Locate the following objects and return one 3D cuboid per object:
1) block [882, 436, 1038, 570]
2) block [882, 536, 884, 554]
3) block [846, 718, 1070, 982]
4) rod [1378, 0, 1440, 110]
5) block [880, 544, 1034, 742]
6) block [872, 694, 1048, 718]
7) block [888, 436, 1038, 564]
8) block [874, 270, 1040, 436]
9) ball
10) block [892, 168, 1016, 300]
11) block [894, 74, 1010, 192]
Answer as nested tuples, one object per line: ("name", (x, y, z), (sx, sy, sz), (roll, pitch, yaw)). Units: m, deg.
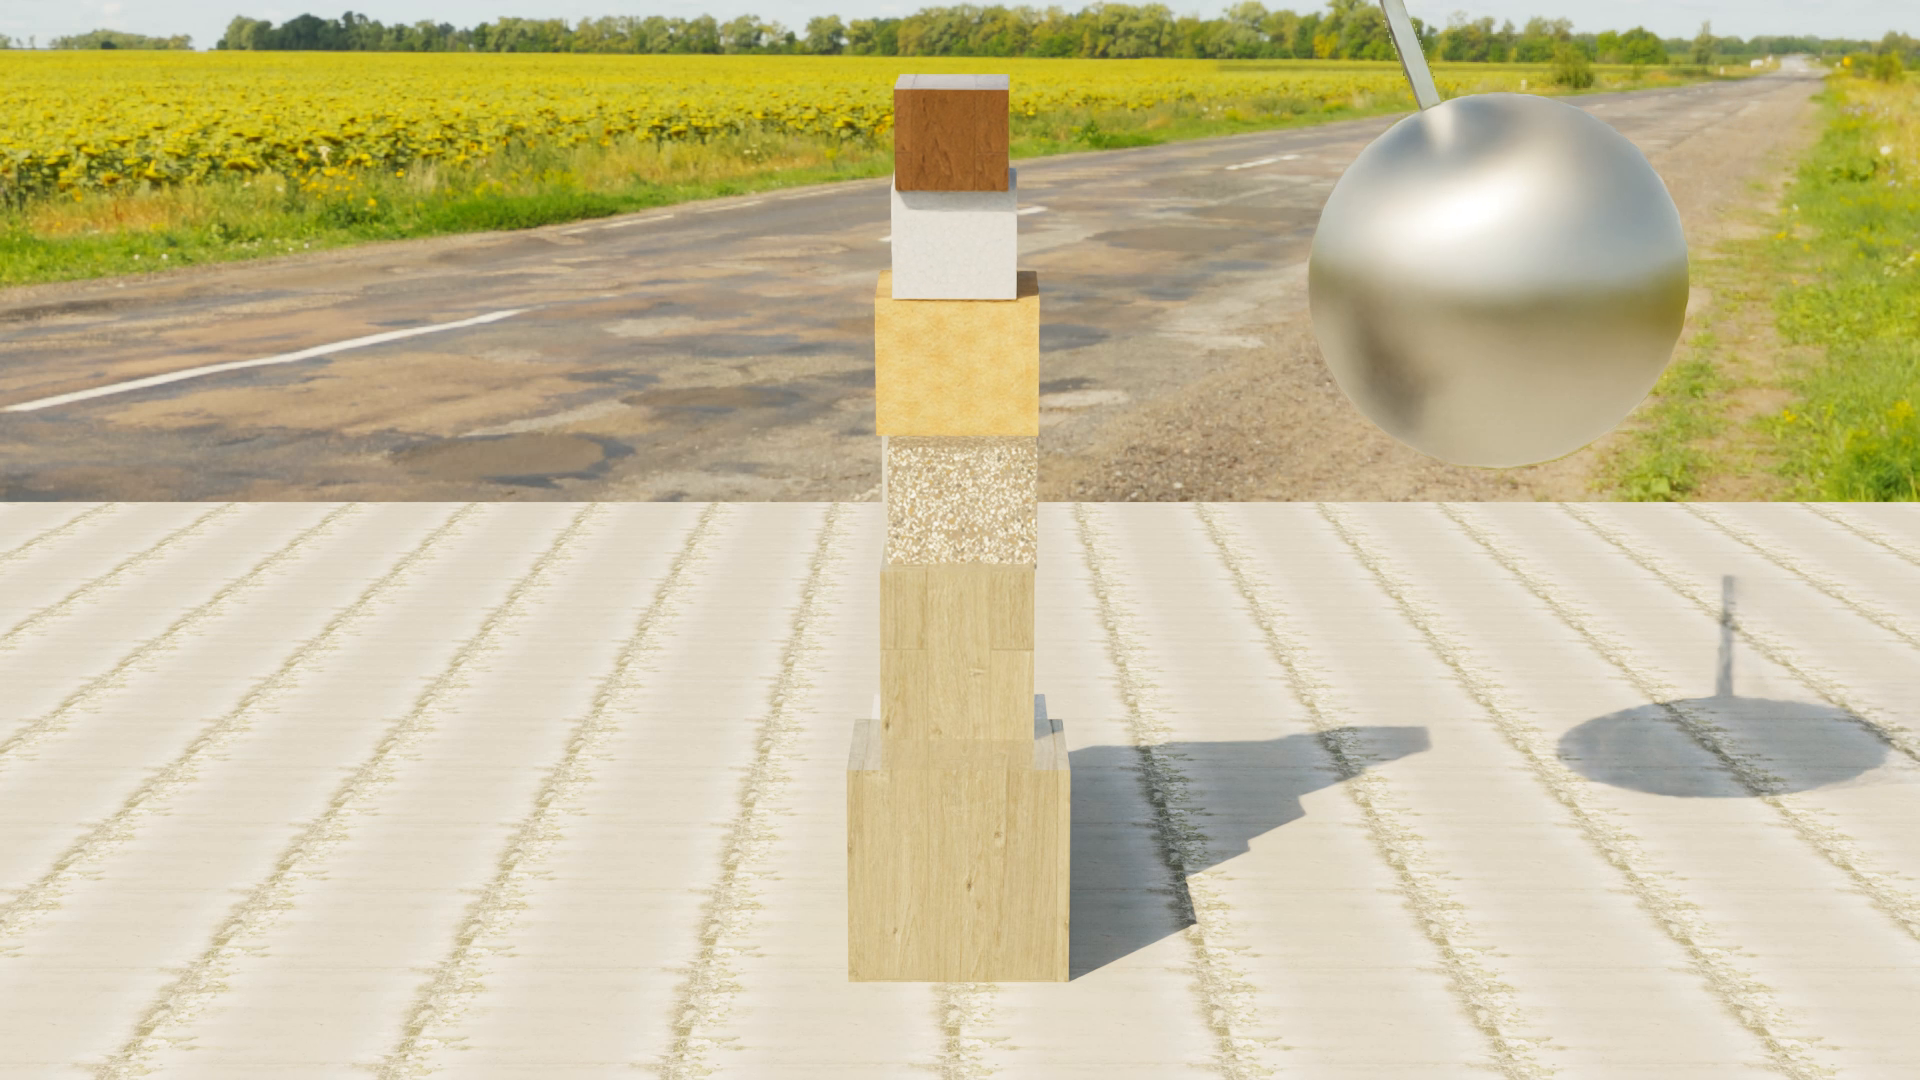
("block", (0.002, -0.297, 11.265), (0.659, 0.638, 0.738), (0, 20, 0))
("block", (-0.014, 0.277, 11.804), (0.658, 0.806, 0.725), (0, 20, 0))
("block", (-0.006, 1.238, 10.359), (0.862, 0.858, 0.798), (0, 10, 0))
("rod", (0.994, -4.197, 10.417), (0.080, 5.200, 0.080), (-22, 10, 4))
("block", (-0.009, 0.413, 10.549), (0.617, 0.694, 0.592), (0, 11, 0))
("block", (-0.002, 1.095, 11.780), (0.798, 0.632, 0.677), (0, 10, 0))
("block", (0.010, -0.188, 10.584), (0.601, 0.473, 0.550), (0, 11, 0))
("block", (-0.010, -0.794, 10.808), (0.670, 0.575, 0.611), (0, 17, 0))
("ball", (2.295, -1.106, 10.979), (1.600, 1.600, 1.600), (0, 10, 0))
("block", (-0.020, -1.269, 10.586), (0.503, 0.452, 0.486), (0, 18, 1))
("block", (-0.028, -1.648, 10.367), (0.453, 0.404, 0.427), (0, 18, 2))
